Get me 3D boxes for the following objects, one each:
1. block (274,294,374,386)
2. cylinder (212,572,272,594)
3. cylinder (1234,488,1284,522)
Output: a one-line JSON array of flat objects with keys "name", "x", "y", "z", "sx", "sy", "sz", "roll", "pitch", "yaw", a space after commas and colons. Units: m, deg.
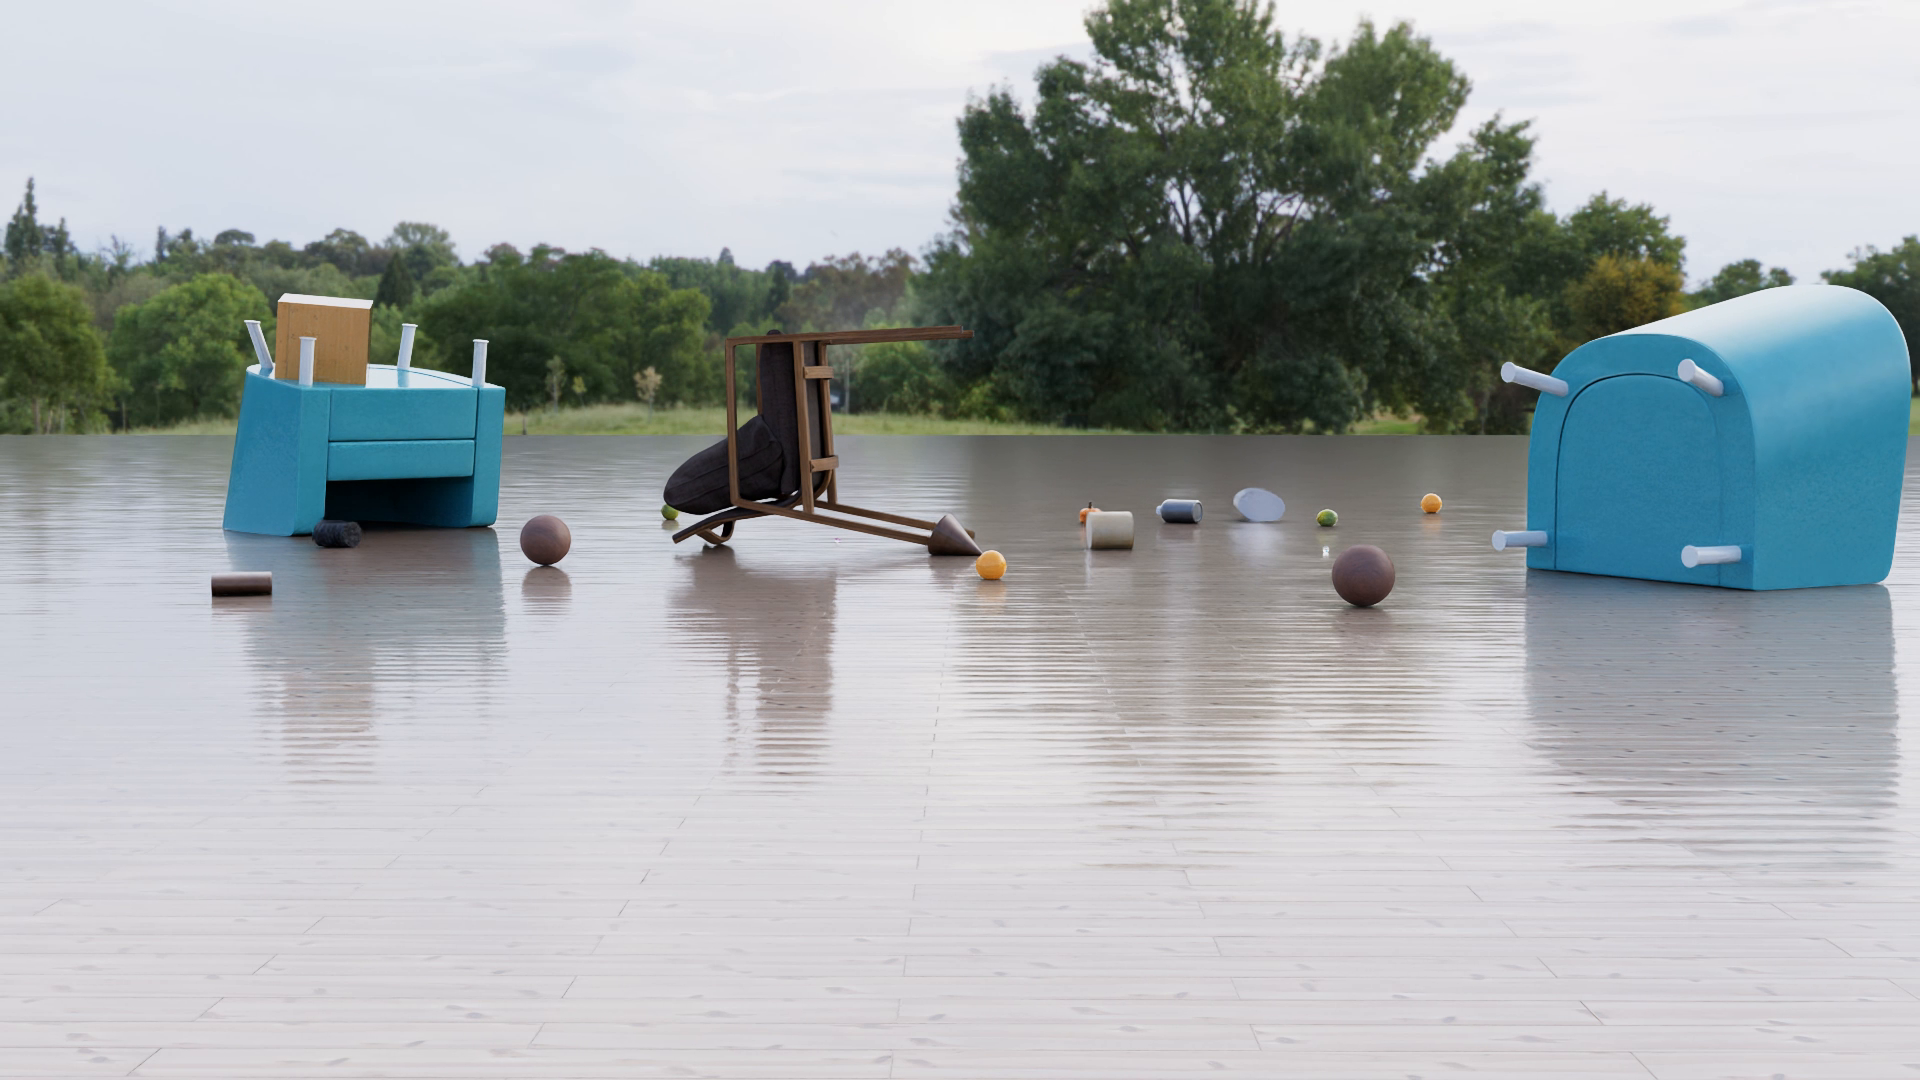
[{"name": "block", "x": -1.987, "y": -0.629, "z": 6.877, "sx": 0.271, "sy": 0.238, "sz": 0.273, "roll": 3, "pitch": 11, "yaw": -13}, {"name": "cylinder", "x": -1.573, "y": 0.094, "z": 4.819, "sx": 0.125, "sy": 0.048, "sz": 0.122, "roll": -1, "pitch": 3, "yaw": -17}, {"name": "cylinder", "x": 1.018, "y": -0.120, "z": 7.497, "sx": 0.159, "sy": 0.107, "sz": 0.174, "roll": 9, "pitch": 4, "yaw": 2}]
